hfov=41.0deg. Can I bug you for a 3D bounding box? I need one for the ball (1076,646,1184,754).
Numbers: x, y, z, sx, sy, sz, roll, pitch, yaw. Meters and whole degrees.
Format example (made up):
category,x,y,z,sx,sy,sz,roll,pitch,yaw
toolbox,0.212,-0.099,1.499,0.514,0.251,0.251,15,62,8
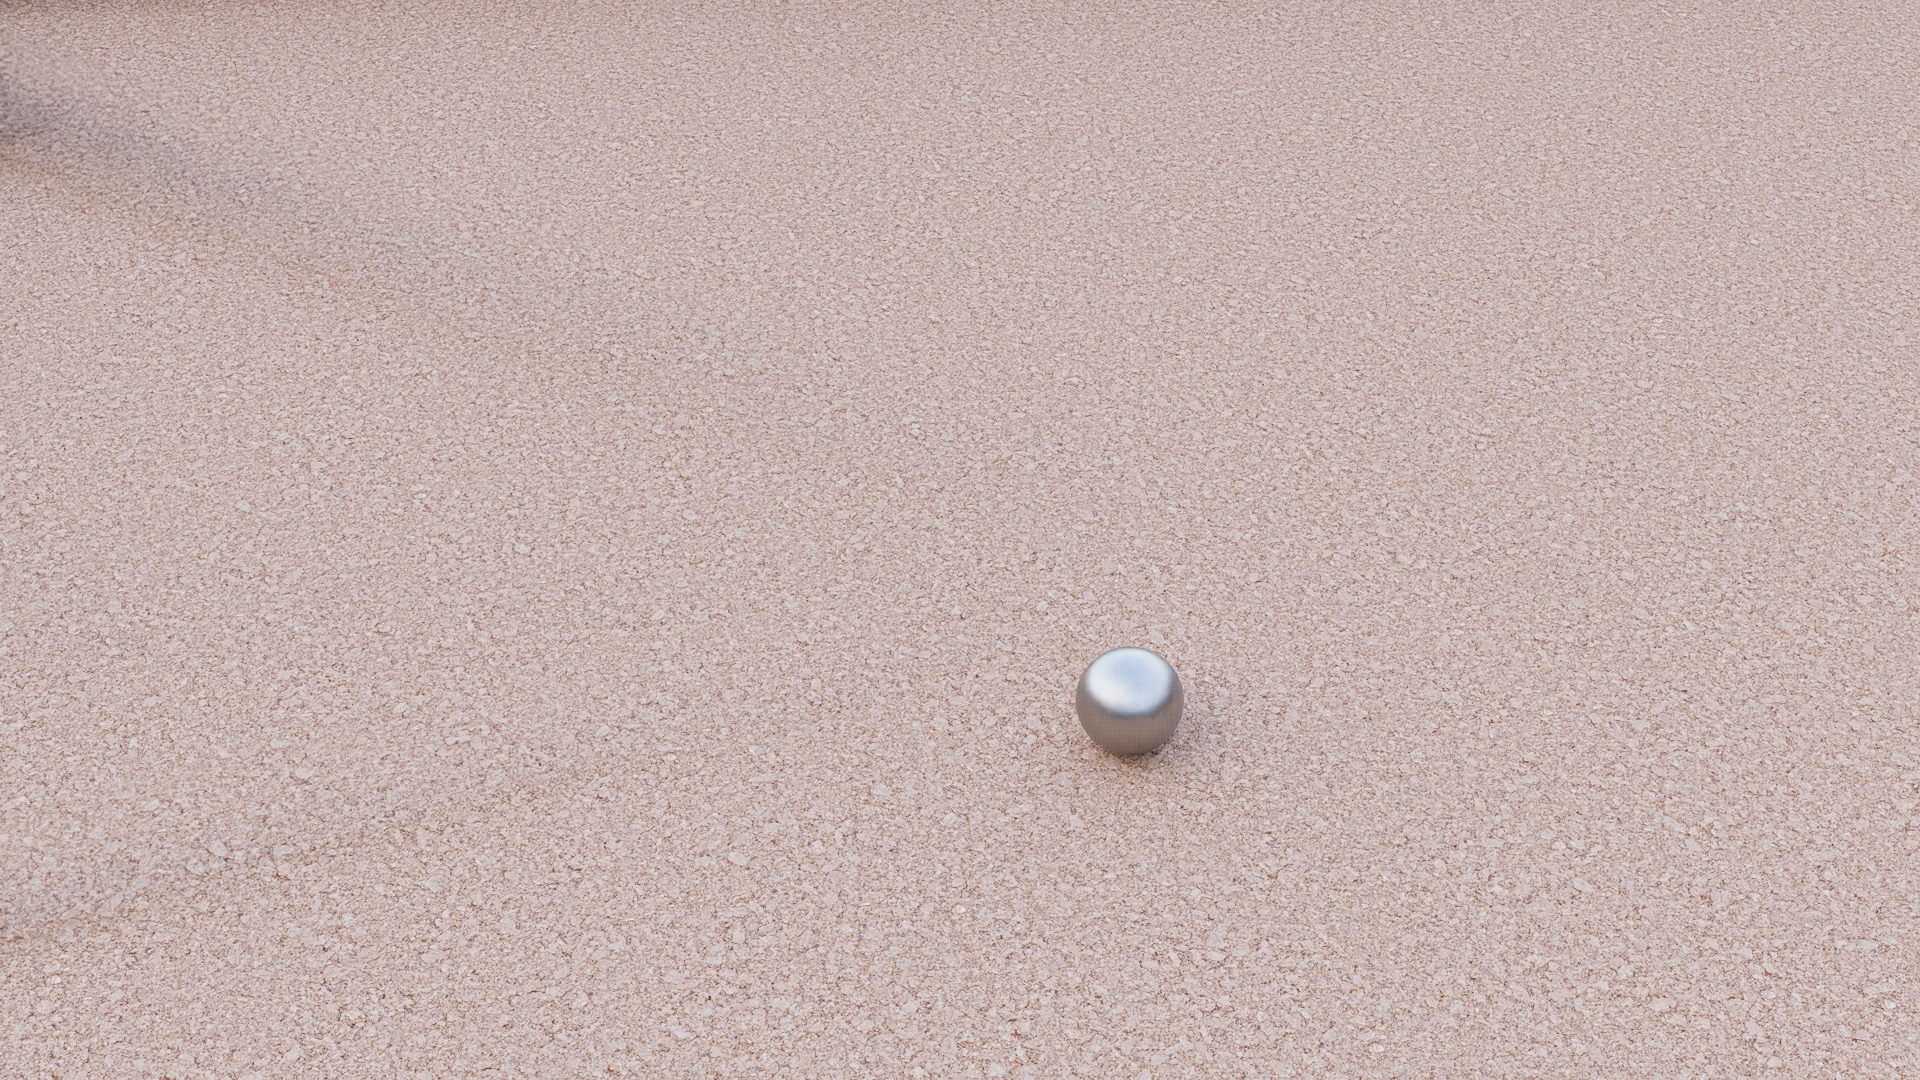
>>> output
category,x,y,z,sx,sy,sz,roll,pitch,yaw
ball,0.095,0.090,1.441,0.061,0.061,0.061,0,36,0
